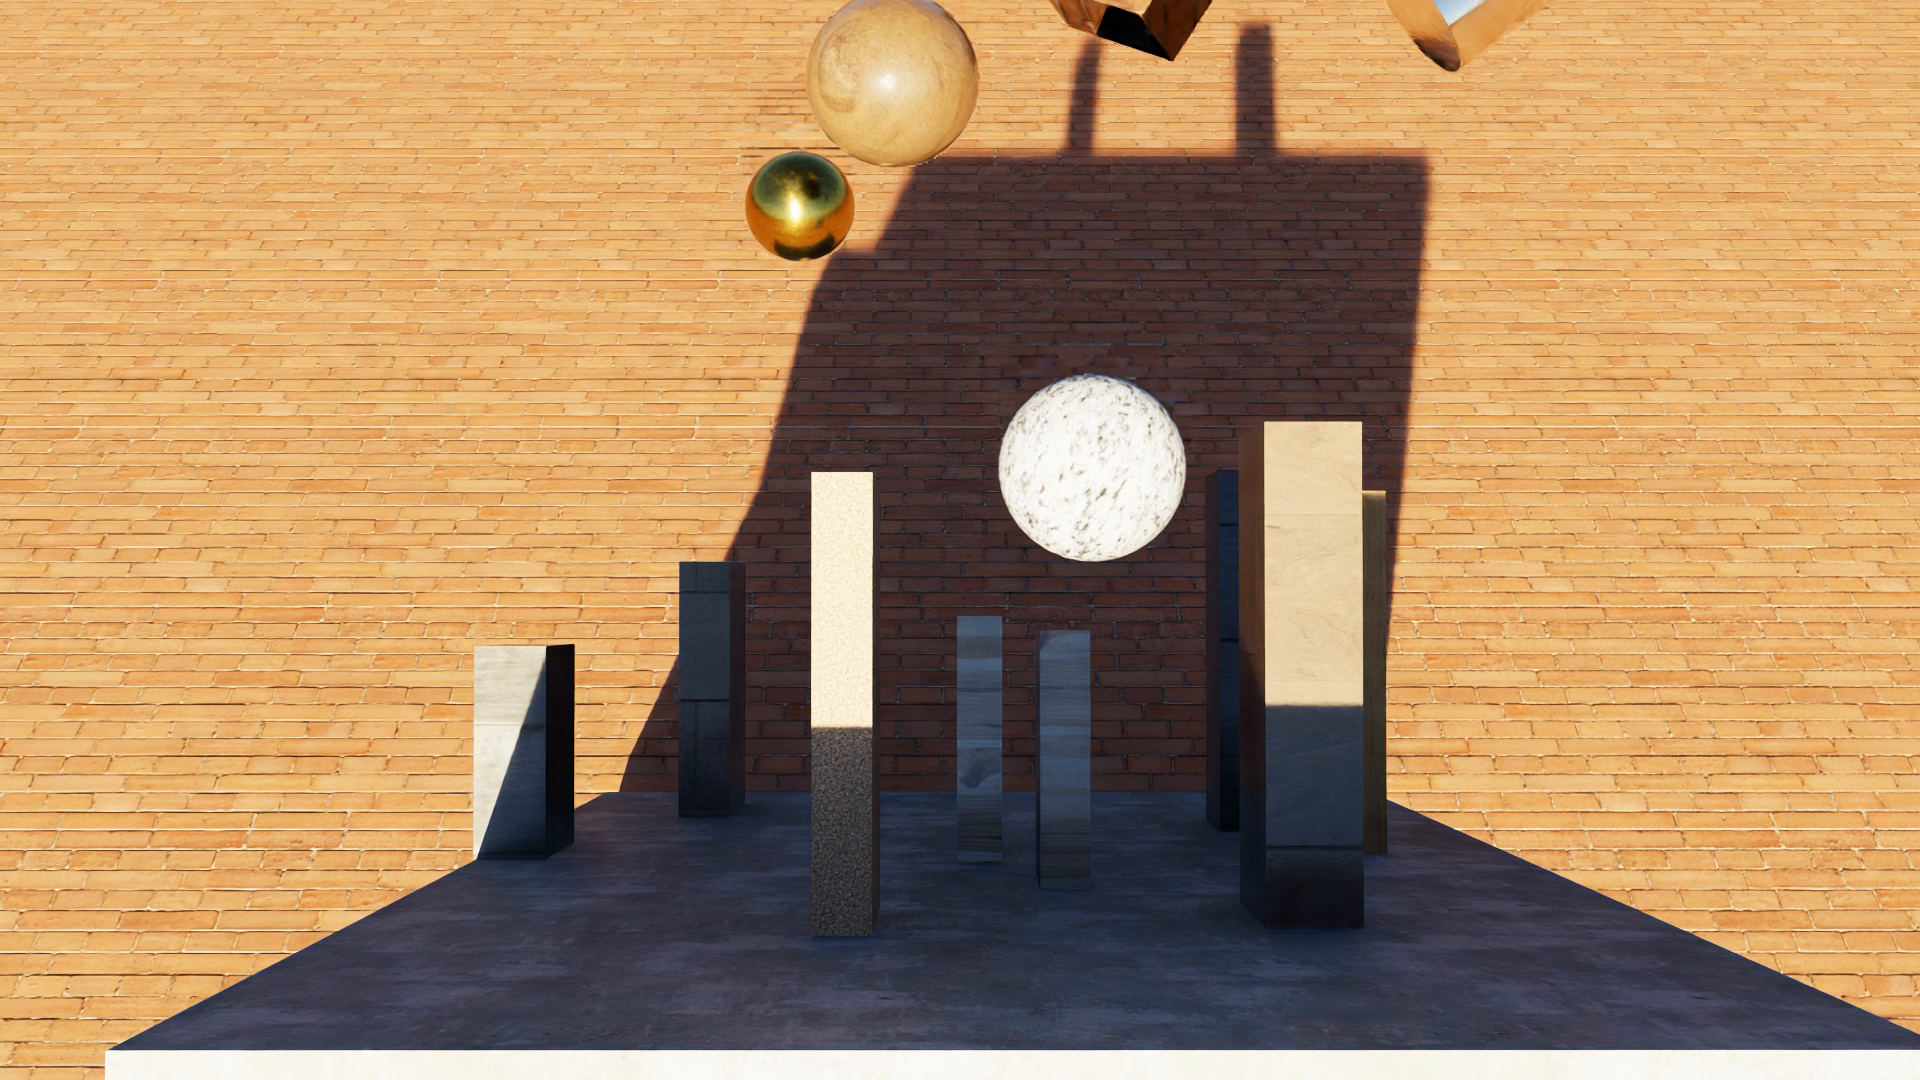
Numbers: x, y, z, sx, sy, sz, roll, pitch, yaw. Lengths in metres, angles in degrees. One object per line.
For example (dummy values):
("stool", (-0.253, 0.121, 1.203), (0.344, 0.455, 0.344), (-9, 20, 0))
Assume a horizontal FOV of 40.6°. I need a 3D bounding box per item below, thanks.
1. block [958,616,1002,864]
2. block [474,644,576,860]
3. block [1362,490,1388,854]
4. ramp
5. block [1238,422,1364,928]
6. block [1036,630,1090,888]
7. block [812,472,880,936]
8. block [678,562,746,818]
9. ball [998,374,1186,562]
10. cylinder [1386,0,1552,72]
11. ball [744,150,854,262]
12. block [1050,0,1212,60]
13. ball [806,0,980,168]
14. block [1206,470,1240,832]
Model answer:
("block", (0.037, 0.381, 5.092), (0.085, 0.464, 0.403), (0, -2, 0))
("block", (-0.861, 0.412, 5.152), (0.137, 0.407, 0.375), (0, -2, 0))
("block", (0.789, 0.264, 5.291), (0.092, 0.710, 0.408), (0, -2, 0))
("ramp", (0.076, 0.656, 4.804), (2.000, 0.100, 4.000), (0, -2, 0))
("block", (0.531, 0.206, 4.073), (0.146, 0.759, 0.364), (0, -2, 0))
("block", (0.180, 0.379, 4.571), (0.086, 0.441, 0.264), (0, -2, 0))
("block", (-0.173, 0.245, 3.992), (0.089, 0.678, 0.385), (0, -2, 0))
("block", (-0.589, 0.349, 6.193), (0.117, 0.588, 0.443), (0, -2, 0))
("ball", (0.127, -0.069, 2.488), (0.180, 0.180, 0.180), (0, 34, 0))
("cylinder", (0.472, -0.521, 2.390), (0.127, 0.127, 0.127), (-36, 41, -2))
("ball", (-0.169, -0.353, 2.747), (0.116, 0.116, 0.116), (0, 34, 0))
("block", (0.174, -0.619, 2.696), (0.151, 0.151, 0.151), (28, 81, 39))
("ball", (-0.065, -0.447, 2.519), (0.169, 0.169, 0.169), (0, 34, 0))
("block", (0.617, 0.242, 5.739), (0.118, 0.778, 0.312), (0, -2, 0))
